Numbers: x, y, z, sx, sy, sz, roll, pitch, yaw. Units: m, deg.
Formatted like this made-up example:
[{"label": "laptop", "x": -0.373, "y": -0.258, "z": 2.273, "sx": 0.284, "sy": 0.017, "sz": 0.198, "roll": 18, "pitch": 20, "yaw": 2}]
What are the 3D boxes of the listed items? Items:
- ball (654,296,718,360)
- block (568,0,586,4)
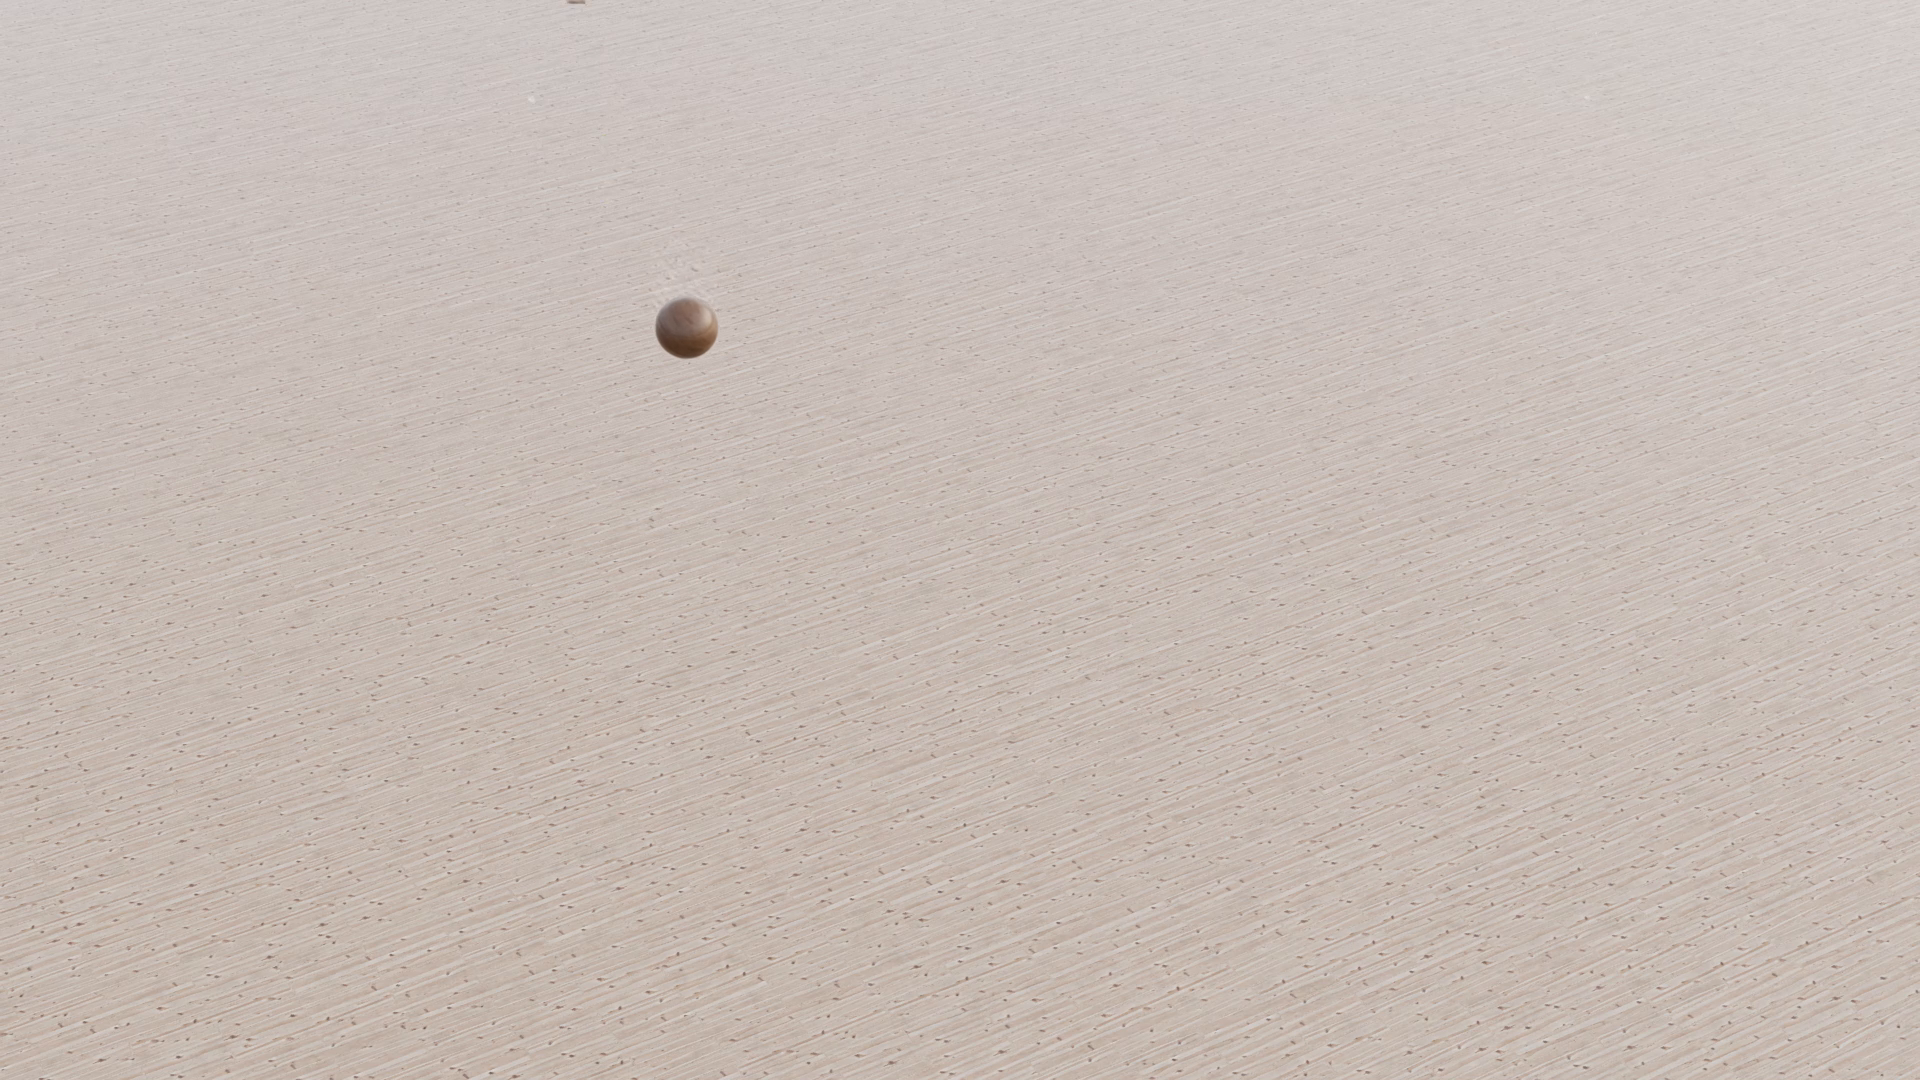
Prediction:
[{"label": "ball", "x": -0.794, "y": -0.618, "z": 8.518, "sx": 0.185, "sy": 0.185, "sz": 0.185, "roll": 0, "pitch": 33, "yaw": 0}, {"label": "block", "x": -0.980, "y": -1.398, "z": 7.503, "sx": 0.045, "sy": 0.027, "sz": 0.076, "roll": 2, "pitch": -8, "yaw": -7}]
